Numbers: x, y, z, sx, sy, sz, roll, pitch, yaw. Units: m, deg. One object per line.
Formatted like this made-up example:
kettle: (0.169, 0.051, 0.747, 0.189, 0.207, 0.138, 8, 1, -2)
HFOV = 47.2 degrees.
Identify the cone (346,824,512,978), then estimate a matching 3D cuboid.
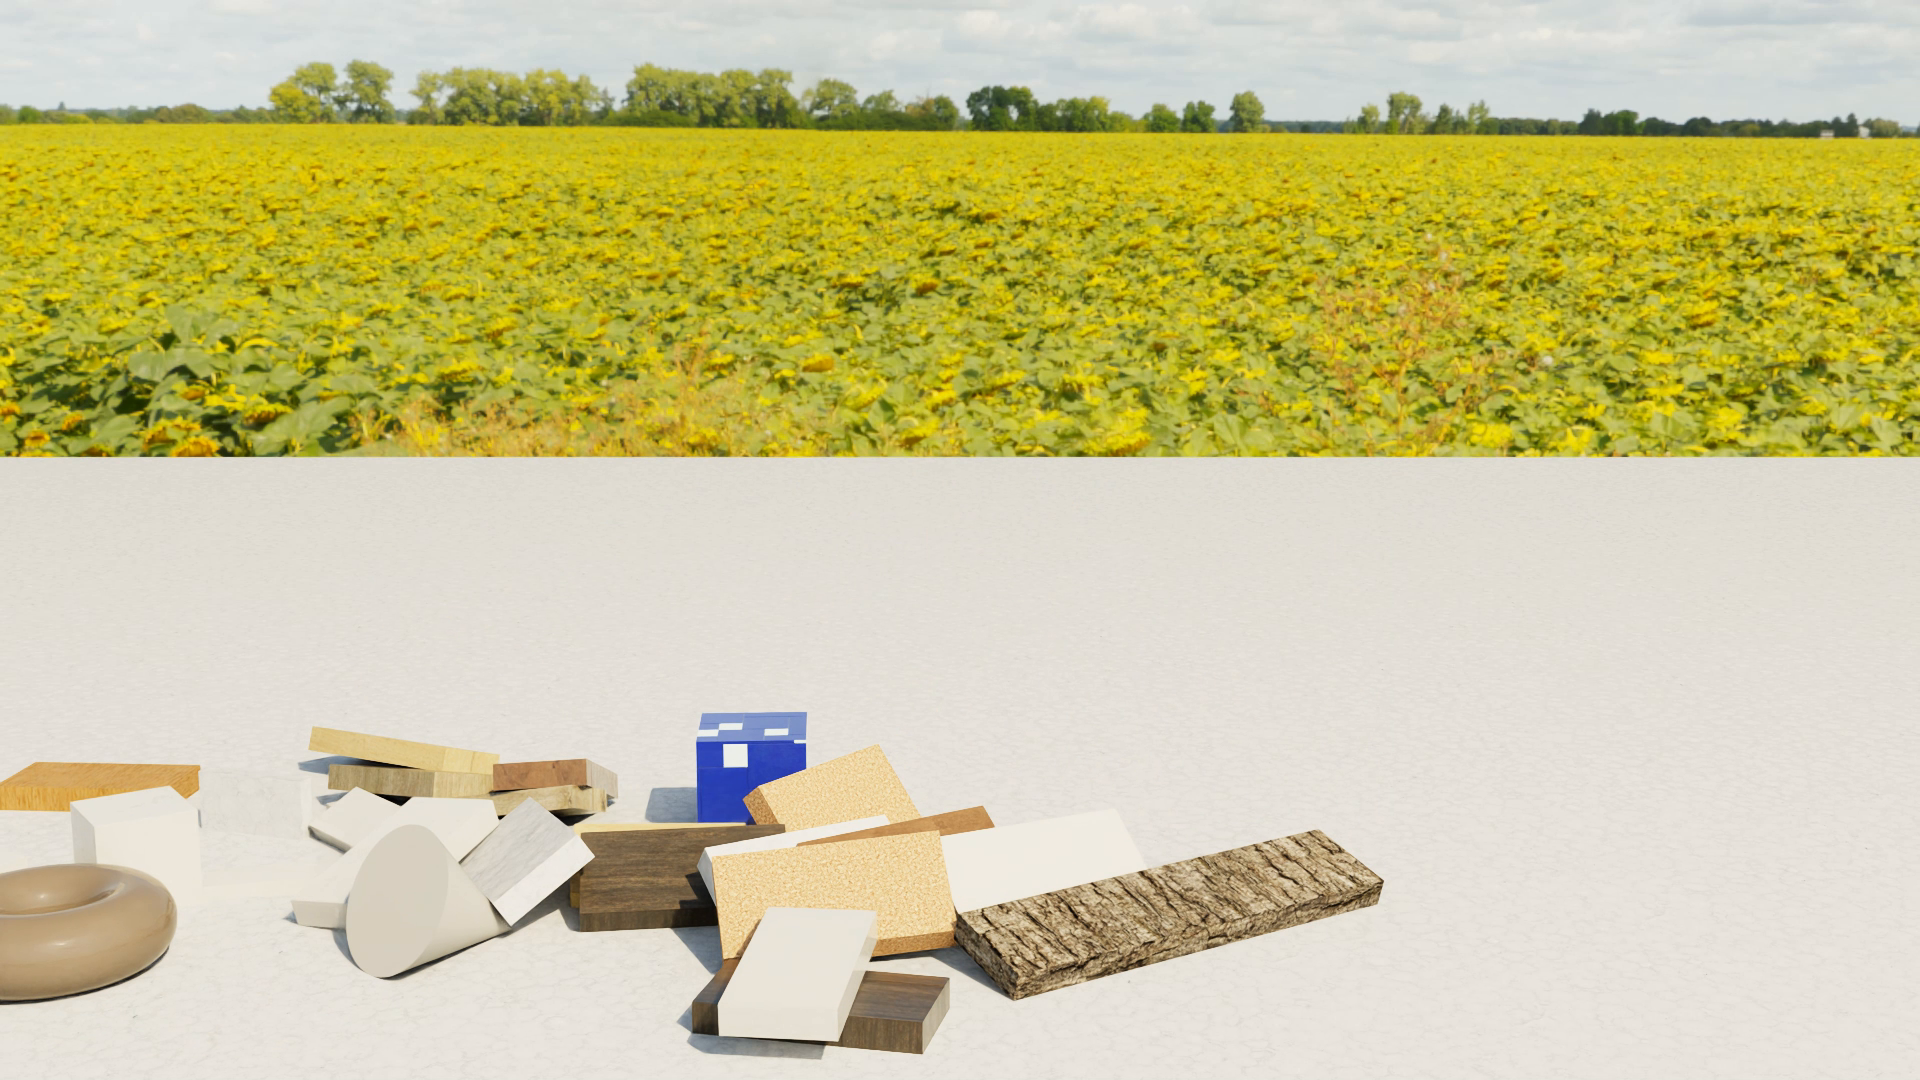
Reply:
cone: (-0.784, 0.583, 3.419, 0.234, 0.234, 0.234, 10, -12, 42)

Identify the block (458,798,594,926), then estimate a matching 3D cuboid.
block: (-0.719, 0.521, 3.598, 0.166, 0.047, 0.333, -39, 18, -16)

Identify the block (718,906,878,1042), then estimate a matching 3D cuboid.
block: (-0.226, 0.613, 3.132, 0.164, 0.047, 0.329, 1, 14, 7)

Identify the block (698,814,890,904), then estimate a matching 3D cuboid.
block: (-0.235, 0.546, 3.524, 0.333, 0.047, 0.167, -6, 49, -33)

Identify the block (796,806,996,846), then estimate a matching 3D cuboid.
block: (-0.078, 0.541, 3.534, 0.356, 0.050, 0.178, -7, 49, -33)

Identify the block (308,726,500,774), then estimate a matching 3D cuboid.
block: (-1.093, 0.418, 4.324, 0.334, 0.047, 0.167, 5, -8, 26)

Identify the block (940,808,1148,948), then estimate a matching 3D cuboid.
block: (0.127, 0.541, 3.540, 0.355, 0.050, 0.178, -5, 47, -27)

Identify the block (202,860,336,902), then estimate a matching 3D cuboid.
block: (-1.023, 0.565, 3.735, 0.499, 0.025, 0.089, -3, 11, -15)

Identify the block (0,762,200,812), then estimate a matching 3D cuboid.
block: (-1.637, 0.471, 4.185, 0.328, 0.046, 0.164, 1, 11, 4)

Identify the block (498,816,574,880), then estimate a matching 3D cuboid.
block: (-0.684, 0.531, 3.805, 0.141, 0.040, 0.282, 6, 4, -42)

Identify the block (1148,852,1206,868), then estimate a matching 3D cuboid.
block: (0.354, 0.551, 3.663, 0.126, 0.018, 0.063, -13, 7, -7)

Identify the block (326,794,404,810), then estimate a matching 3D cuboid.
block: (-1.057, 0.510, 4.016, 0.108, 0.031, 0.217, -9, 14, -40)

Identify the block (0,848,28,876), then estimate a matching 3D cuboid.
block: (-1.702, 0.554, 3.792, 0.177, 0.025, 0.089, 7, 12, 32)

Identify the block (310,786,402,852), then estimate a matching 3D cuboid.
block: (-1.055, 0.507, 3.903, 0.217, 0.031, 0.108, 11, 44, 46)

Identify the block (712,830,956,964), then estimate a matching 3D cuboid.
block: (-0.194, 0.555, 3.378, 0.355, 0.050, 0.178, -5, 51, -9)

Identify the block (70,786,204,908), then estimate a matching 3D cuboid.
block: (-1.358, 0.516, 3.626, 0.162, 0.162, 0.162, -7, 13, -34)

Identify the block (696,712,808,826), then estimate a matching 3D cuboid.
block: (-0.374, 0.432, 3.991, 0.194, 0.194, 0.194, -1, 11, -3)

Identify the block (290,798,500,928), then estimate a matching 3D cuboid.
block: (-0.925, 0.528, 3.619, 0.167, 0.047, 0.334, -1, 23, 25)

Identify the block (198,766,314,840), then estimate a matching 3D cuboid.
block: (-1.275, 0.477, 3.981, 0.217, 0.108, 0.031, 4, 11, 18)

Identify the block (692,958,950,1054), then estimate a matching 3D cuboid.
block: (-0.196, 0.664, 3.140, 0.334, 0.047, 0.167, 2, 11, 12)

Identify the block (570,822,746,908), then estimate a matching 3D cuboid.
block: (-0.496, 0.536, 3.631, 0.282, 0.040, 0.141, 0, 45, -6)

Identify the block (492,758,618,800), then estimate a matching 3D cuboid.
block: (-0.732, 0.441, 4.001, 0.164, 0.046, 0.328, -3, -11, 0)

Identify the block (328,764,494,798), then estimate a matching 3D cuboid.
block: (-1.003, 0.449, 4.067, 0.328, 0.046, 0.164, -2, -8, 41)

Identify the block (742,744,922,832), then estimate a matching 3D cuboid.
block: (-0.218, 0.475, 3.860, 0.047, 0.164, 0.328, -41, -16, 34)

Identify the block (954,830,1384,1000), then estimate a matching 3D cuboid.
block: (0.342, 0.581, 3.467, 0.734, 0.047, 0.164, -7, 29, -33)

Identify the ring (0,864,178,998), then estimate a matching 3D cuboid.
ring: (-1.383, 0.590, 3.337, 0.371, 0.124, 0.371, 0, 9, 0)

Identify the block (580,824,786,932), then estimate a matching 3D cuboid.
block: (-0.445, 0.545, 3.559, 0.333, 0.047, 0.167, -1, 42, -8)

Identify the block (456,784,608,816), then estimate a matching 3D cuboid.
block: (-0.788, 0.474, 3.915, 0.282, 0.040, 0.141, -7, -12, 15)
